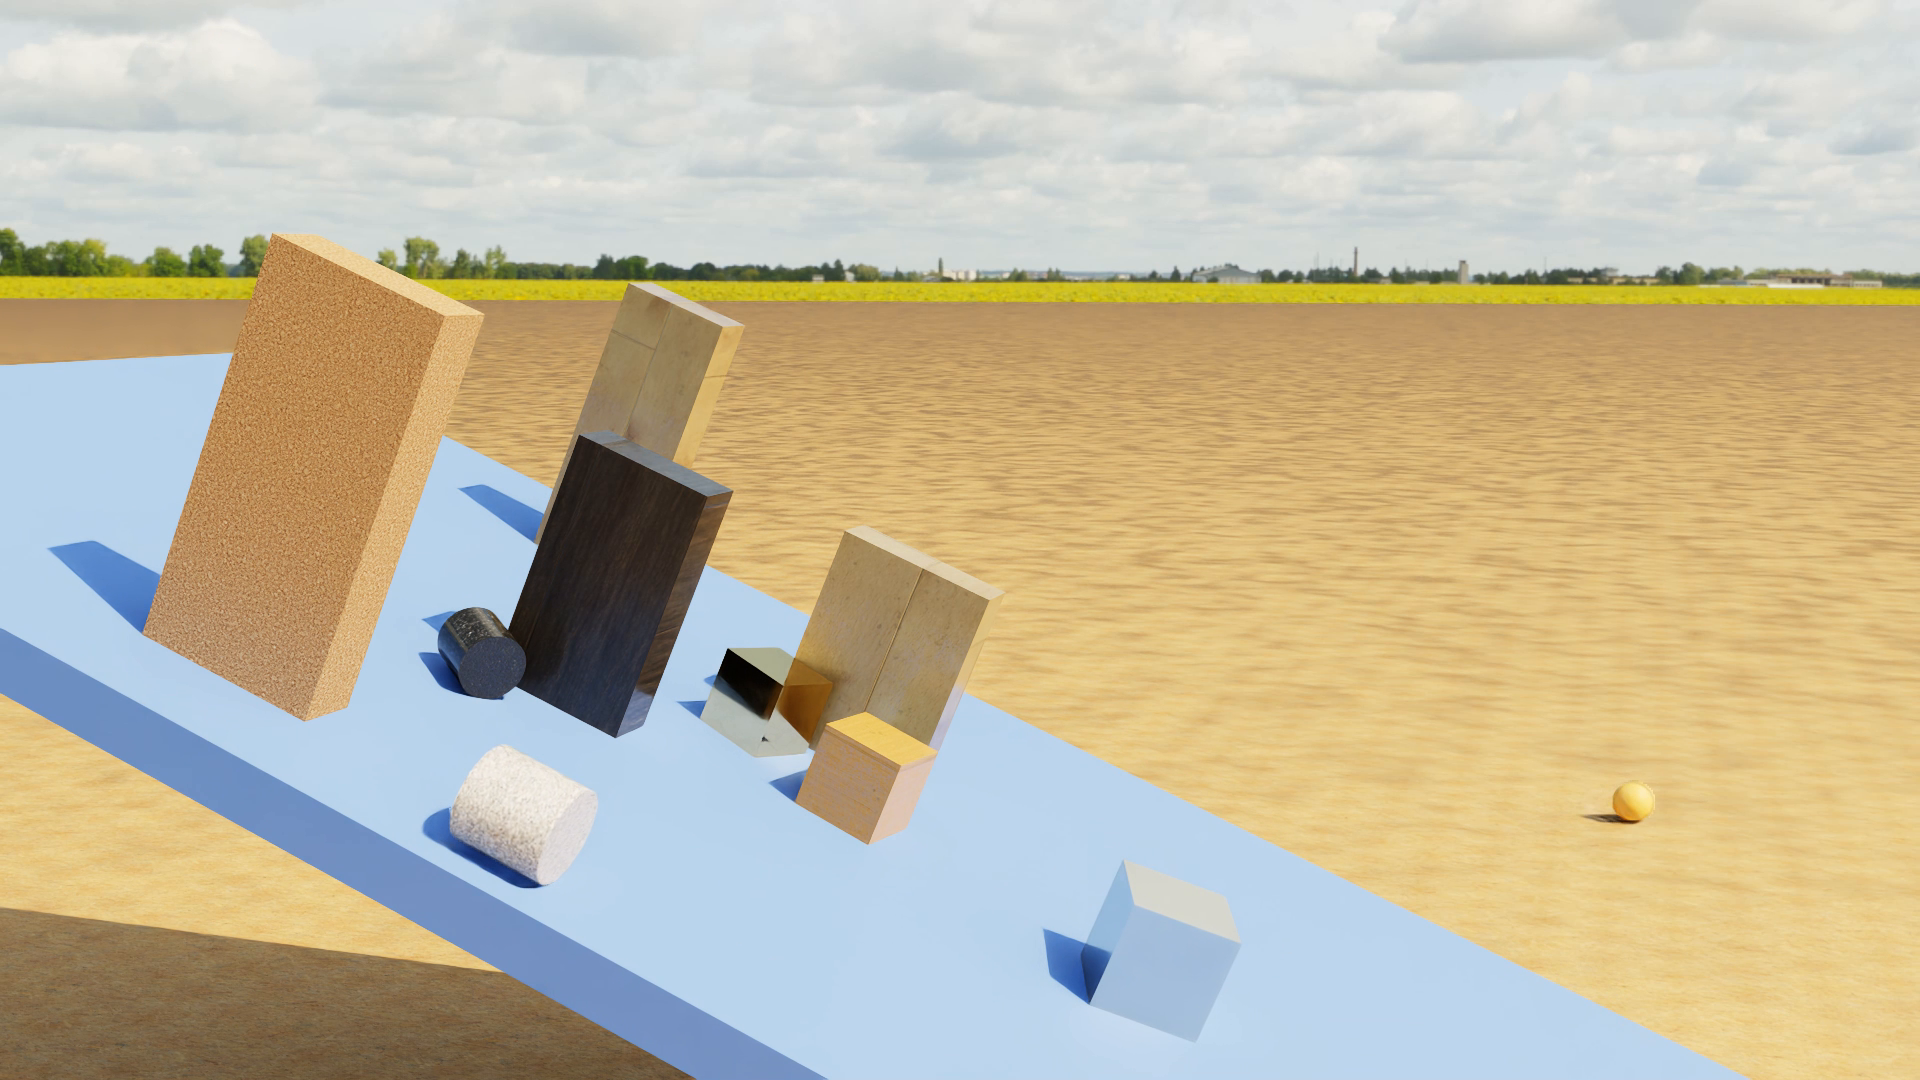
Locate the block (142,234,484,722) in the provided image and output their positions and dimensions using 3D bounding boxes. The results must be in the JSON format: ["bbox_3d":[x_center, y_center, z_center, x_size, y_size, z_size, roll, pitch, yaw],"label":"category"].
[{"bbox_3d":[-1.060,-0.103,3.589,0.331,0.715,0.124,25,13,13],"label":"block"}]

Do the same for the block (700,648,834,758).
[{"bbox_3d":[-0.377,0.315,4.292,0.156,0.156,0.156,31,15,32],"label":"block"}]

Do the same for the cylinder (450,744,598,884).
[{"bbox_3d":[-0.668,0.420,3.374,0.160,0.160,0.160,26,14,14],"label":"cylinder"}]

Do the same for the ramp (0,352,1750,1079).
[{"bbox_3d":[-0.295,0.517,4.188,4.000,0.100,2.000,25,13,13],"label":"ramp"}]

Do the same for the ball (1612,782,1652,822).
[{"bbox_3d":[2.279,0.889,7.454,0.131,0.131,0.131,0,7,0],"label":"ball"}]

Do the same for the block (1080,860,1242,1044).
[{"bbox_3d":[0.345,0.710,3.810,0.197,0.197,0.197,21,13,-7],"label":"block"}]

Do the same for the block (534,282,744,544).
[{"bbox_3d":[-0.714,-0.233,4.883,0.241,0.628,0.122,25,13,13],"label":"block"}]

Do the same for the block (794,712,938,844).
[{"bbox_3d":[-0.173,0.442,4.098,0.165,0.165,0.165,27,14,20],"label":"block"}]

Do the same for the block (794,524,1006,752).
[{"bbox_3d":[-0.148,0.238,4.361,0.320,0.434,0.112,25,13,13],"label":"block"}]

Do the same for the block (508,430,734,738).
[{"bbox_3d":[-0.642,0.079,4.056,0.272,0.489,0.118,25,13,13],"label":"block"}]
